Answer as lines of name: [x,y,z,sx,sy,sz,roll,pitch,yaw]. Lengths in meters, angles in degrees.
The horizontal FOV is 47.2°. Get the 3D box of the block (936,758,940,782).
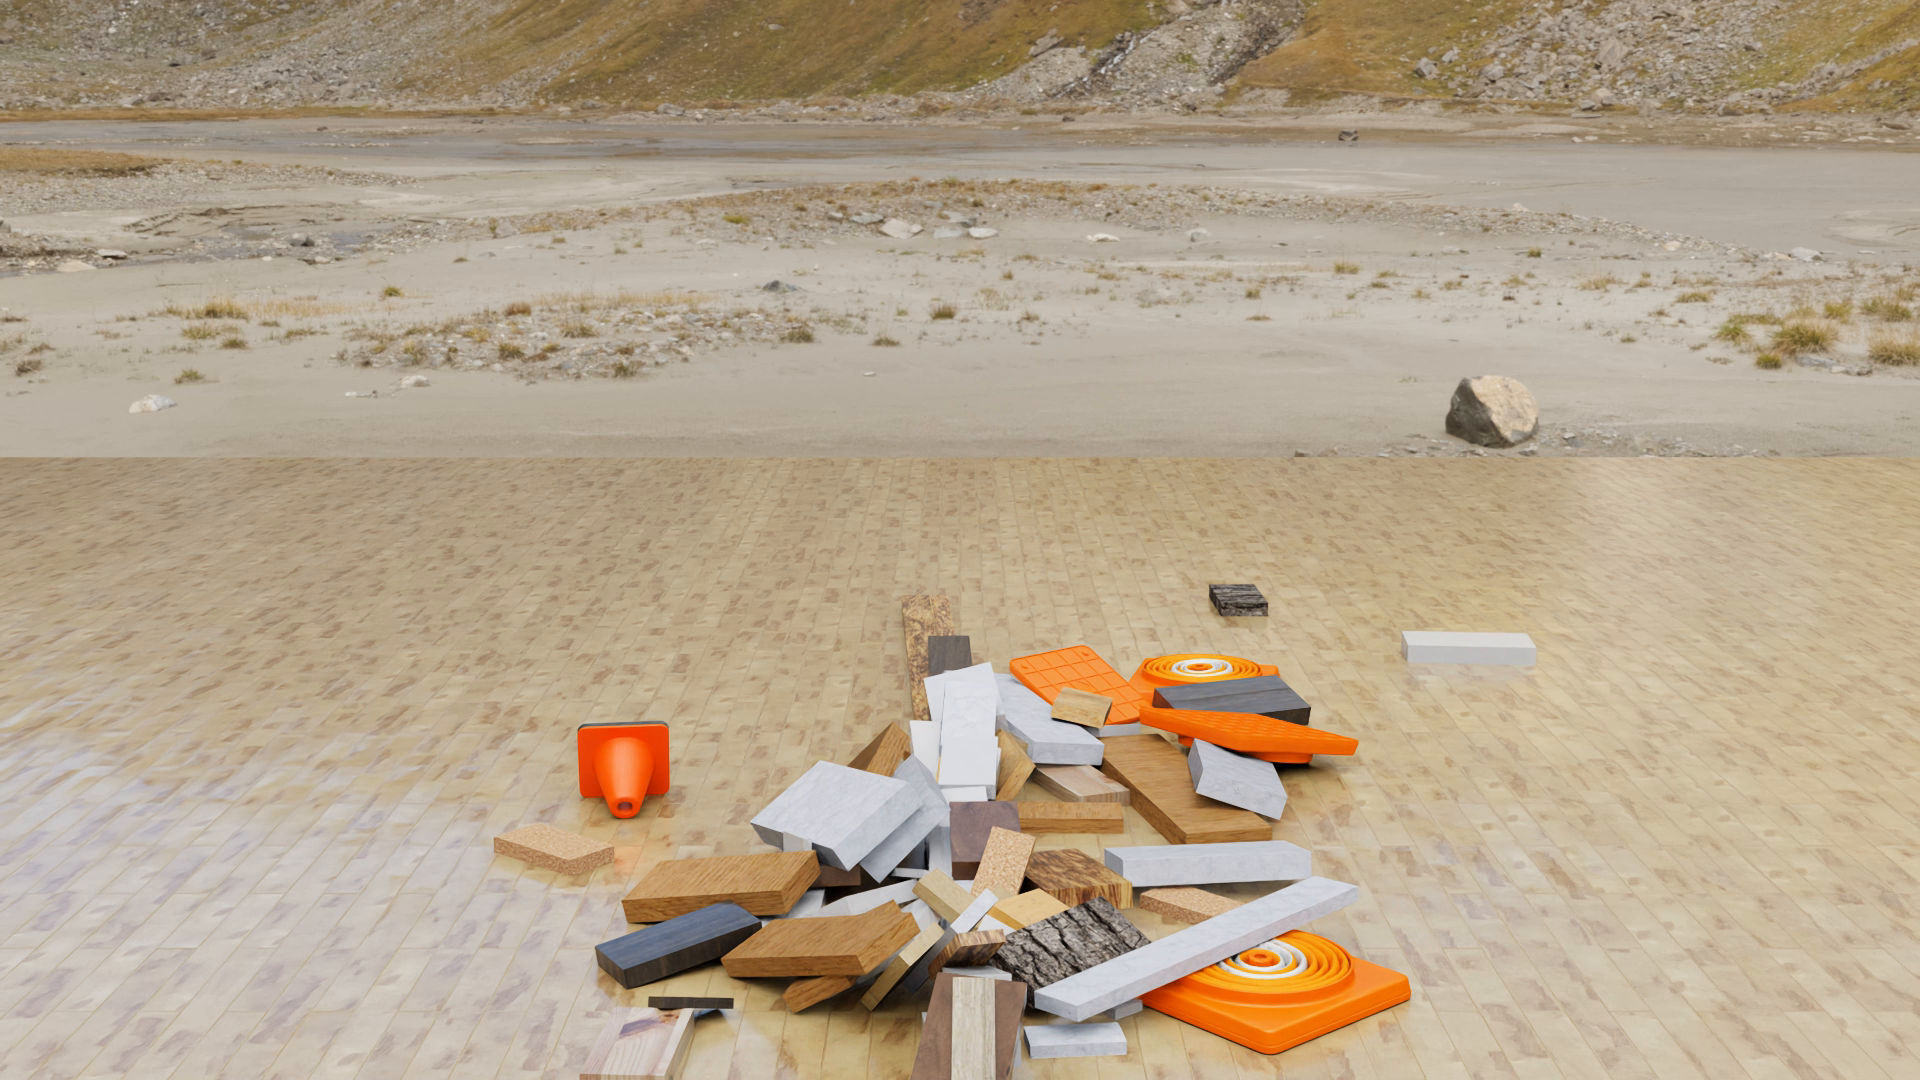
block: [0.004,0.473,4.014,0.102,0.029,0.204,0,33,5]

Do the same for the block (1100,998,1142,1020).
block: [0.208,0.669,3.204,0.054,0.015,0.109,-9,14,-40]

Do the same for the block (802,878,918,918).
block: [-0.159,0.575,3.426,0.109,0.031,0.219,-28,-13,25]

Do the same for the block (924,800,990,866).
block: [0.001,0.506,3.888,0.102,0.029,0.204,1,27,7]

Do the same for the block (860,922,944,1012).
block: [-0.082,0.610,3.143,0.023,0.162,0.081,45,50,10]

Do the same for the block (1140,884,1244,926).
block: [0.385,0.596,3.569,0.085,0.024,0.170,-10,15,-44]

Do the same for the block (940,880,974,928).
block: [0.007,0.592,3.487,0.076,0.021,0.151,0,27,0]

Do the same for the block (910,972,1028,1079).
block: [0.010,0.653,2.817,0.120,0.034,0.240,6,30,7]

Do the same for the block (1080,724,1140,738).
block: [0.295,0.394,4.528,0.081,0.023,0.163,-8,-7,35]

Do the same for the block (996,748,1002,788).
block: [0.016,0.459,4.088,0.102,0.029,0.204,1,33,7]

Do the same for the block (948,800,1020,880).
block: [0.042,0.498,3.655,0.117,0.033,0.233,0,18,-1]

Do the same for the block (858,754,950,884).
block: [-0.109,0.474,3.786,0.169,0.048,0.338,-46,8,-1]

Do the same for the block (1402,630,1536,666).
block: [1.230,0.261,5.324,0.301,0.043,0.151,1,11,5]

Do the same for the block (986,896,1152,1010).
block: [0.159,0.603,3.232,0.229,0.032,0.114,-15,40,-38]

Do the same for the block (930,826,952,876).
block: [0.008,0.551,3.641,0.117,0.033,0.233,0,24,0]

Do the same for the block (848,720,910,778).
block: [-0.187,0.448,4.014,0.048,0.169,0.337,45,12,-3]

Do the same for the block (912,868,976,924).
block: [0.003,0.567,3.370,0.151,0.021,0.076,37,19,13]

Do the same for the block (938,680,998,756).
block: [0.016,0.351,4.265,0.102,0.029,0.204,7,33,-1]

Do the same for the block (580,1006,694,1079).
block: [-0.438,0.698,3.002,0.112,0.032,0.225,1,11,3]

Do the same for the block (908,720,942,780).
block: [-0.039,0.422,4.199,0.102,0.029,0.204,4,34,-9]

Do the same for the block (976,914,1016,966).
block: [0.086,0.615,3.244,0.144,0.020,0.072,28,37,5]

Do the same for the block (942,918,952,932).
block: [0.010,0.608,3.401,0.076,0.021,0.151,6,25,12]

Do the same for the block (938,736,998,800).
block: [0.016,0.415,4.019,0.102,0.029,0.204,0,19,2]

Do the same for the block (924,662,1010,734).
block: [0.011,0.333,4.452,0.143,0.041,0.286,-14,18,-1]

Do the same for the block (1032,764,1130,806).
block: [0.232,0.472,4.222,0.107,0.030,0.214,-4,11,-22]

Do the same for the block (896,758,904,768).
block: [-0.078,0.464,4.272,0.099,0.028,0.197,-5,11,-23]

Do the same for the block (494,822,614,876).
block: [-0.712,0.541,3.853,0.202,0.029,0.101,9,14,39]

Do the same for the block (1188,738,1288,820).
block: [0.516,0.445,4.121,0.159,0.045,0.318,18,6,1]

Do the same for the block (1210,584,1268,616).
block: [0.744,0.160,5.886,0.123,0.035,0.246,0,11,-1]

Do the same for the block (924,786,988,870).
block: [-0.004,0.509,3.815,0.117,0.033,0.233,-4,27,-3]

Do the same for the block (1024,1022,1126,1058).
block: [0.159,0.695,3.054,0.134,0.019,0.067,-1,11,-6]

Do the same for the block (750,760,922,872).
block: [-0.213,0.461,3.710,0.169,0.048,0.338,-40,19,-22]
